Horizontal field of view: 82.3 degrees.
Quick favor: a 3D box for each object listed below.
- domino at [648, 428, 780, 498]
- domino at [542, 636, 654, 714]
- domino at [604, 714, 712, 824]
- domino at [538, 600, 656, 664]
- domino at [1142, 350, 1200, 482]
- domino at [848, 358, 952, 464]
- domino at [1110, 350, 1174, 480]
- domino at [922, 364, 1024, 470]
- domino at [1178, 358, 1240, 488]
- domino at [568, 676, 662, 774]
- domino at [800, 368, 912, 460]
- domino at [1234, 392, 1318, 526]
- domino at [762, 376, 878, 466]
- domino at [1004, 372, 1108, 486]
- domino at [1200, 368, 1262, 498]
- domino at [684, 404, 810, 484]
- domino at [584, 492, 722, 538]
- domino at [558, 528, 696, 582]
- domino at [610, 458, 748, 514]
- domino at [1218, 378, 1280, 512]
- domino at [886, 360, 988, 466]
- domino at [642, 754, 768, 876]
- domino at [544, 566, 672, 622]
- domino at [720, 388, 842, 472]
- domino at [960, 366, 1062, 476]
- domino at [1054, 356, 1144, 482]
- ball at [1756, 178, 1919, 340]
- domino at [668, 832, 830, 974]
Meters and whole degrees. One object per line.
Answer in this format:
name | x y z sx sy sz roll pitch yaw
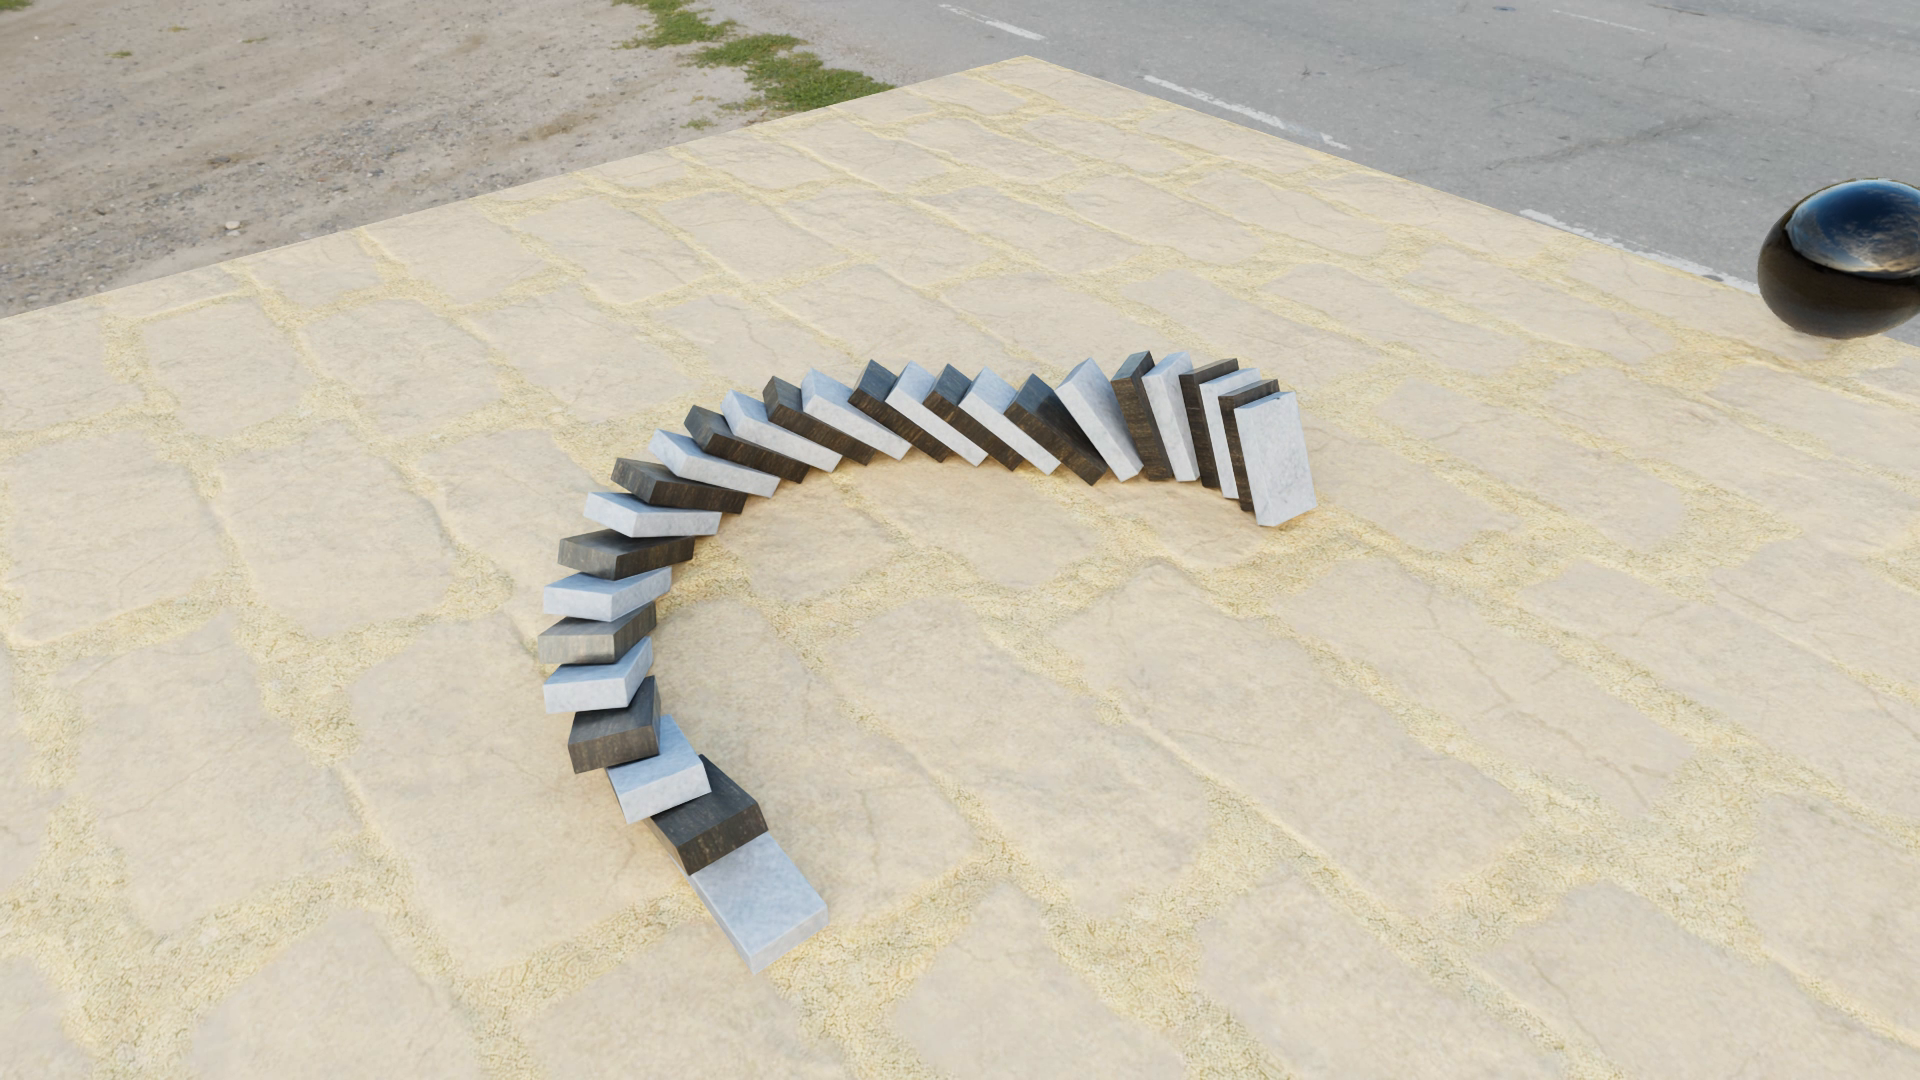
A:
domino | -0.102 -0.032 0.460 0.025 0.010 0.050 37 15 36
domino | -0.121 0.045 0.371 0.025 0.010 0.050 -4 11 -5
domino | -0.096 0.070 0.341 0.025 0.010 0.050 -19 16 -22
domino | -0.126 0.032 0.386 0.025 0.010 0.050 -1 10 0
domino | 0.097 -0.054 0.478 0.010 0.050 0.025 -2 29 44
domino | -0.024 -0.058 0.493 0.050 0.010 0.025 32 38 -14
domino | 0.082 -0.054 0.478 0.010 0.050 0.025 -7 30 36
domino | 0.009 -0.055 0.489 0.050 0.010 0.025 36 38 -11
domino | 0.112 -0.051 0.475 0.025 0.050 0.010 -22 15 -24
domino | -0.110 0.058 0.354 0.025 0.009 0.050 -12 14 -12
domino | -0.046 -0.056 0.489 0.050 0.009 0.025 26 27 -27
domino | 0.131 -0.034 0.454 0.025 0.050 0.010 -22 15 -24
domino | -0.062 -0.052 0.485 0.050 0.010 0.025 24 26 -31
domino | 0.045 -0.049 0.482 0.050 0.009 0.025 38 43 -7
domino | 0.120 -0.046 0.468 0.025 0.050 0.009 -22 15 -24
domino | -0.091 -0.041 0.471 0.050 0.009 0.025 18 21 -44
domino | -0.121 -0.010 0.435 0.025 0.010 0.050 21 10 24
domino | -0.127 0.004 0.421 0.025 0.010 0.050 15 13 17
domino | -0.114 -0.022 0.448 0.025 0.010 0.050 27 11 31
domino | 0.126 -0.040 0.461 0.025 0.050 0.009 -22 15 -24
domino | -0.007 -0.057 0.492 0.050 0.010 0.025 35 39 -12
domino | -0.079 0.080 0.327 0.025 0.010 0.050 -26 19 -26
domino | -0.128 0.018 0.403 0.025 0.009 0.050 6 11 8
domino | -0.078 -0.047 0.478 0.050 0.009 0.025 21 22 -38
domino | 0.025 -0.053 0.486 0.050 0.010 0.025 37 38 -9
domino | 0.064 -0.053 0.481 0.010 0.050 0.025 -28 16 42
ball | 0.457 -0.143 0.563 0.080 0.080 0.080 0 39 0
domino | -0.063 0.099 0.322 0.025 0.010 0.050 -27 47 -29
